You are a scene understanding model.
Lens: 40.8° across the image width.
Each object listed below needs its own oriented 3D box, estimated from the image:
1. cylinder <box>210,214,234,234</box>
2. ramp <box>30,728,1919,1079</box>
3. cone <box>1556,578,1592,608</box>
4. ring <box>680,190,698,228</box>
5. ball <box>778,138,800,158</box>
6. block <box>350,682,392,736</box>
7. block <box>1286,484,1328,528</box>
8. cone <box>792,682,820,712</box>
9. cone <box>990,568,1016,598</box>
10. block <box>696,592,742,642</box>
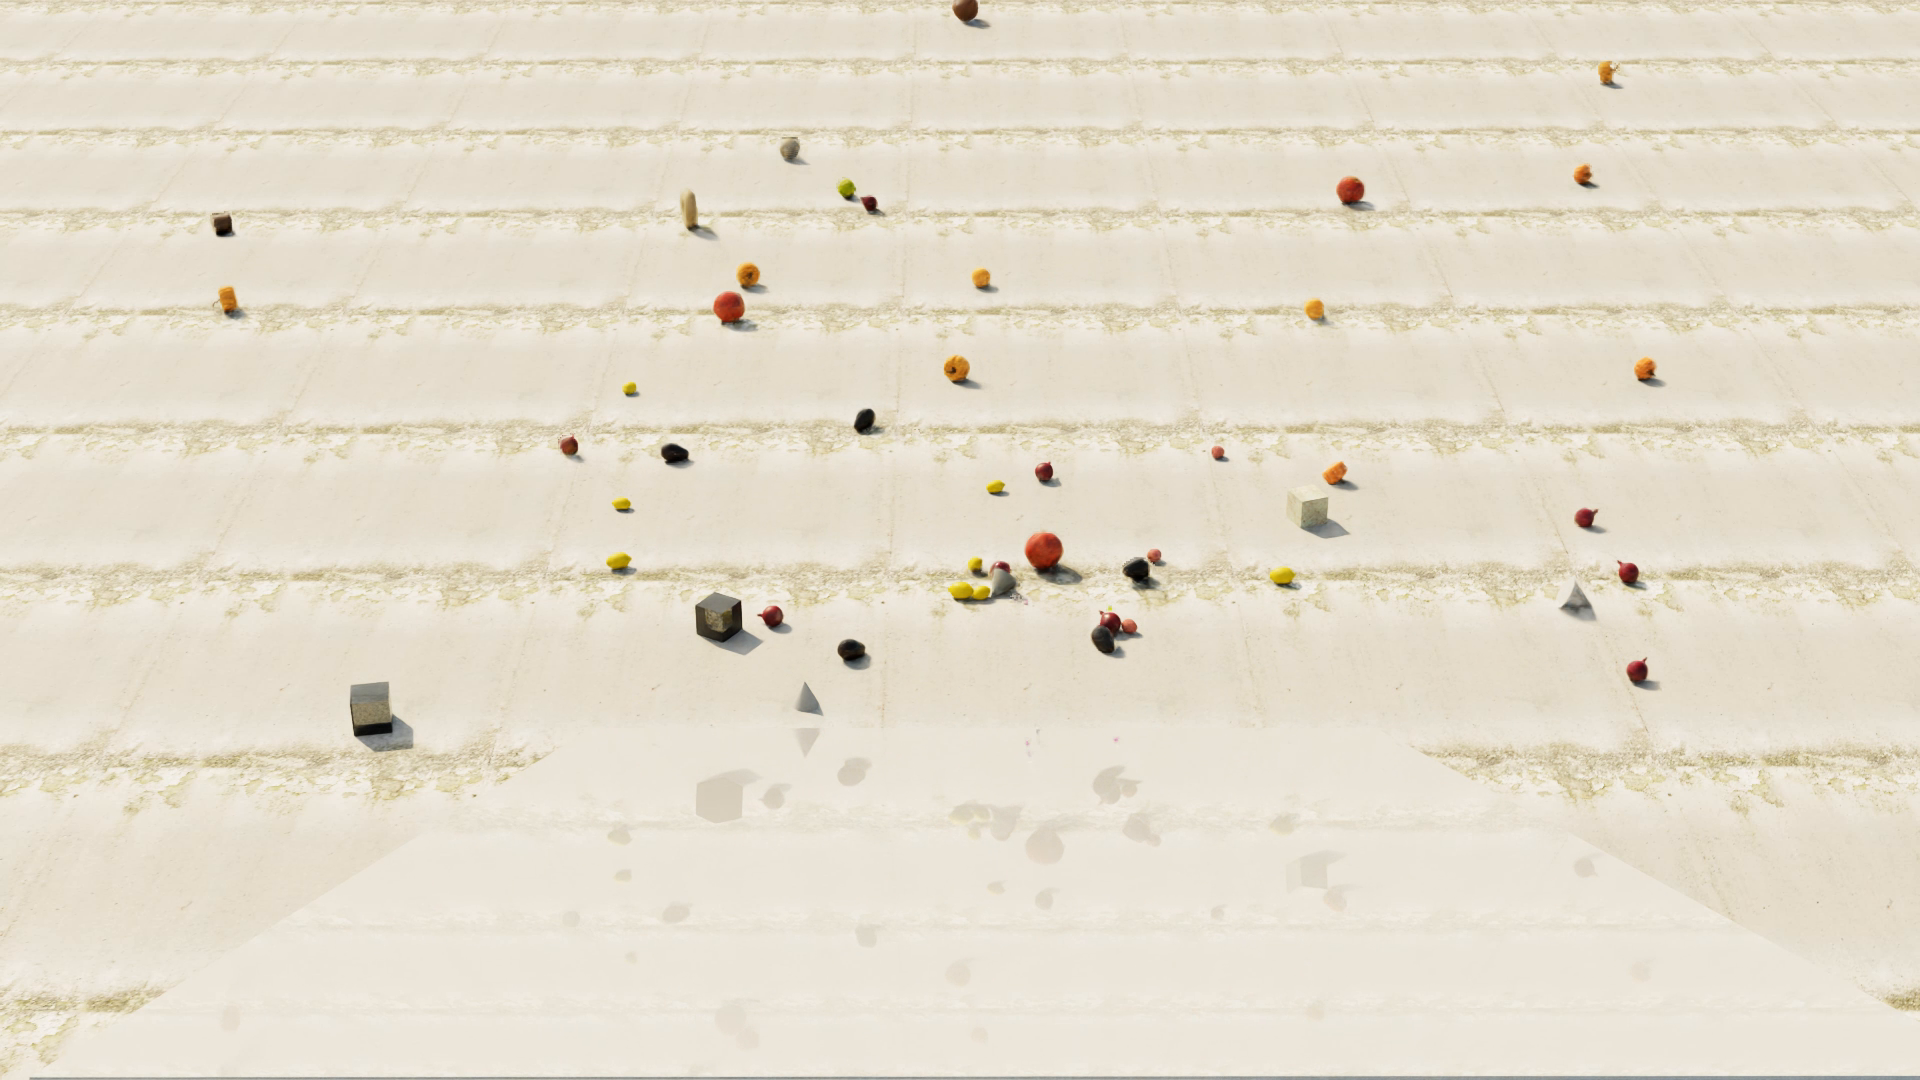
[{"bbox_3d":[-2.853,-1.222,9.981,0.067,0.067,0.067,-14,30,-27],"label":"cylinder"},{"bbox_3d":[0.062,0.559,4.597,2.000,0.100,4.000,0,1,0],"label":"ramp"},{"bbox_3d":[1.760,0.170,7.339,0.093,0.093,0.093,26,27,-7],"label":"cone"},{"bbox_3d":[-1.050,-1.284,10.016,0.049,0.148,0.148,-6,28,-13],"label":"ring"},{"bbox_3d":[-0.710,-1.628,10.742,0.086,0.086,0.086,0,28,0],"label":"ball"},{"bbox_3d":[-1.540,0.442,6.756,0.099,0.099,0.099,-5,28,-10],"label":"block"},{"bbox_3d":[1.050,-0.102,7.808,0.091,0.091,0.091,-11,29,-20],"label":"block"},{"bbox_3d":[-0.411,0.405,6.852,0.074,0.074,0.074,0,28,0],"label":"cone"},{"bbox_3d":[0.109,0.138,7.407,0.079,0.079,0.079,19,60,32],"label":"cone"},{"bbox_3d":[-0.672,0.215,7.198,0.092,0.092,0.092,16,31,27],"label":"block"}]
